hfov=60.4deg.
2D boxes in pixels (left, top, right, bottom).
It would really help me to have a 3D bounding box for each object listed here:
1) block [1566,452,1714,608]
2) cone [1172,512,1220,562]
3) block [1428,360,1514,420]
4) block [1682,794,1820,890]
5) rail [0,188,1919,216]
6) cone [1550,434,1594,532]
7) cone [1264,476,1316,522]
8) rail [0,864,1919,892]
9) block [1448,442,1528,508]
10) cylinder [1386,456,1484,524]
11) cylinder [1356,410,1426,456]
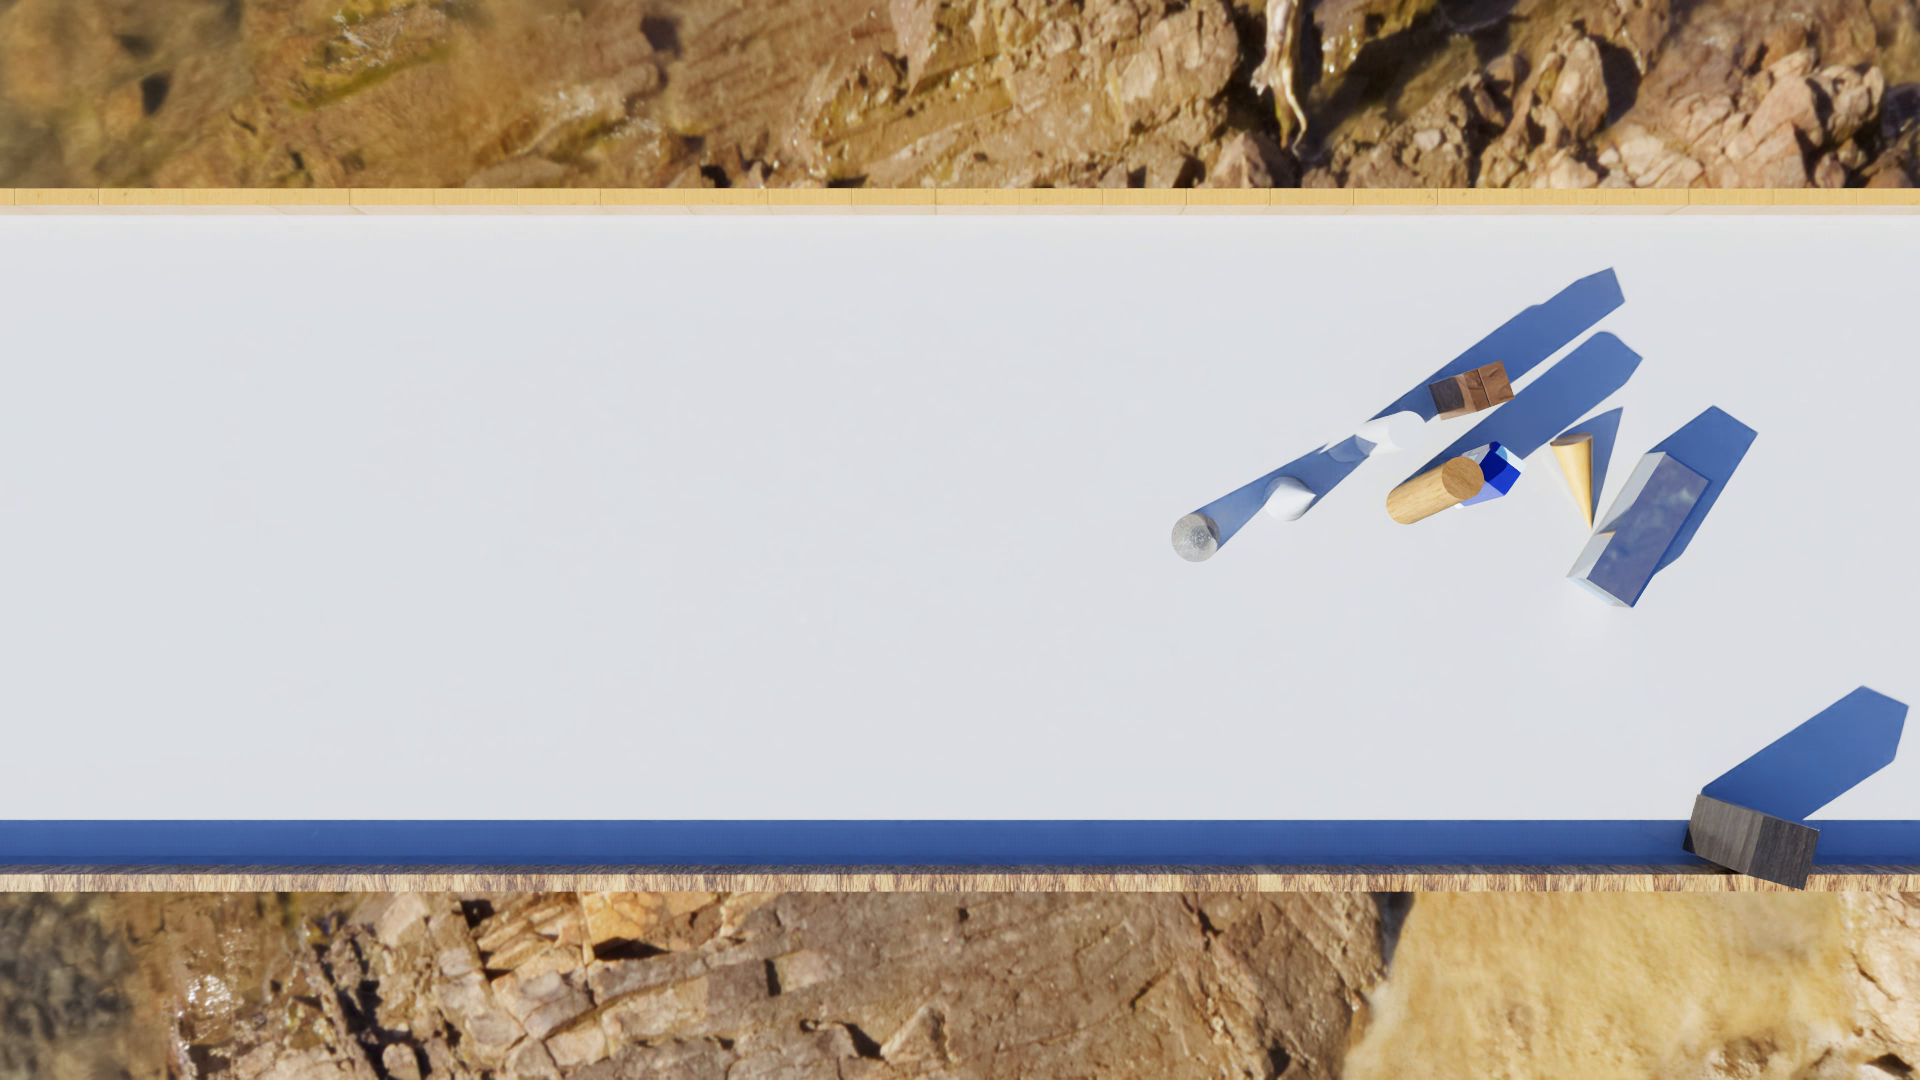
[{"bbox_3d":[2.054,-0.030,4.994,0.165,0.165,0.448,32,90,0],"label":"block"},{"bbox_3d":[0.726,-0.007,4.917,0.152,0.320,0.152,0,90,0],"label":"cone"},{"bbox_3d":[1.516,-0.441,4.901,0.117,0.350,0.117,-20,90,0],"label":"block"},{"bbox_3d":[2.341,0.891,4.893,0.177,0.351,0.177,15,90,-6],"label":"block"},{"bbox_3d":[-2.247,-1.025,5.002,12.000,0.150,0.050,0,90,0],"label":"rail"},{"bbox_3d":[1.901,-0.163,5.045,0.127,0.127,0.302,-17,102,0],"label":"cone"},{"bbox_3d":[1.006,-0.127,4.870,0.143,0.413,0.143,0,90,0],"label":"cone"},{"bbox_3d":[-2.247,1.025,5.001,12.000,0.150,0.050,0,90,0],"label":"rail"},{"bbox_3d":[1.529,-0.189,4.886,0.112,0.373,0.112,37,84,0],"label":"block"},{"bbox_3d":[1.390,-0.141,4.847,0.123,0.444,0.123,1,81,-5],"label":"cylinder"},{"bbox_3d":[1.272,-0.312,4.884,0.110,0.385,0.110,0,90,0],"label":"cylinder"}]
